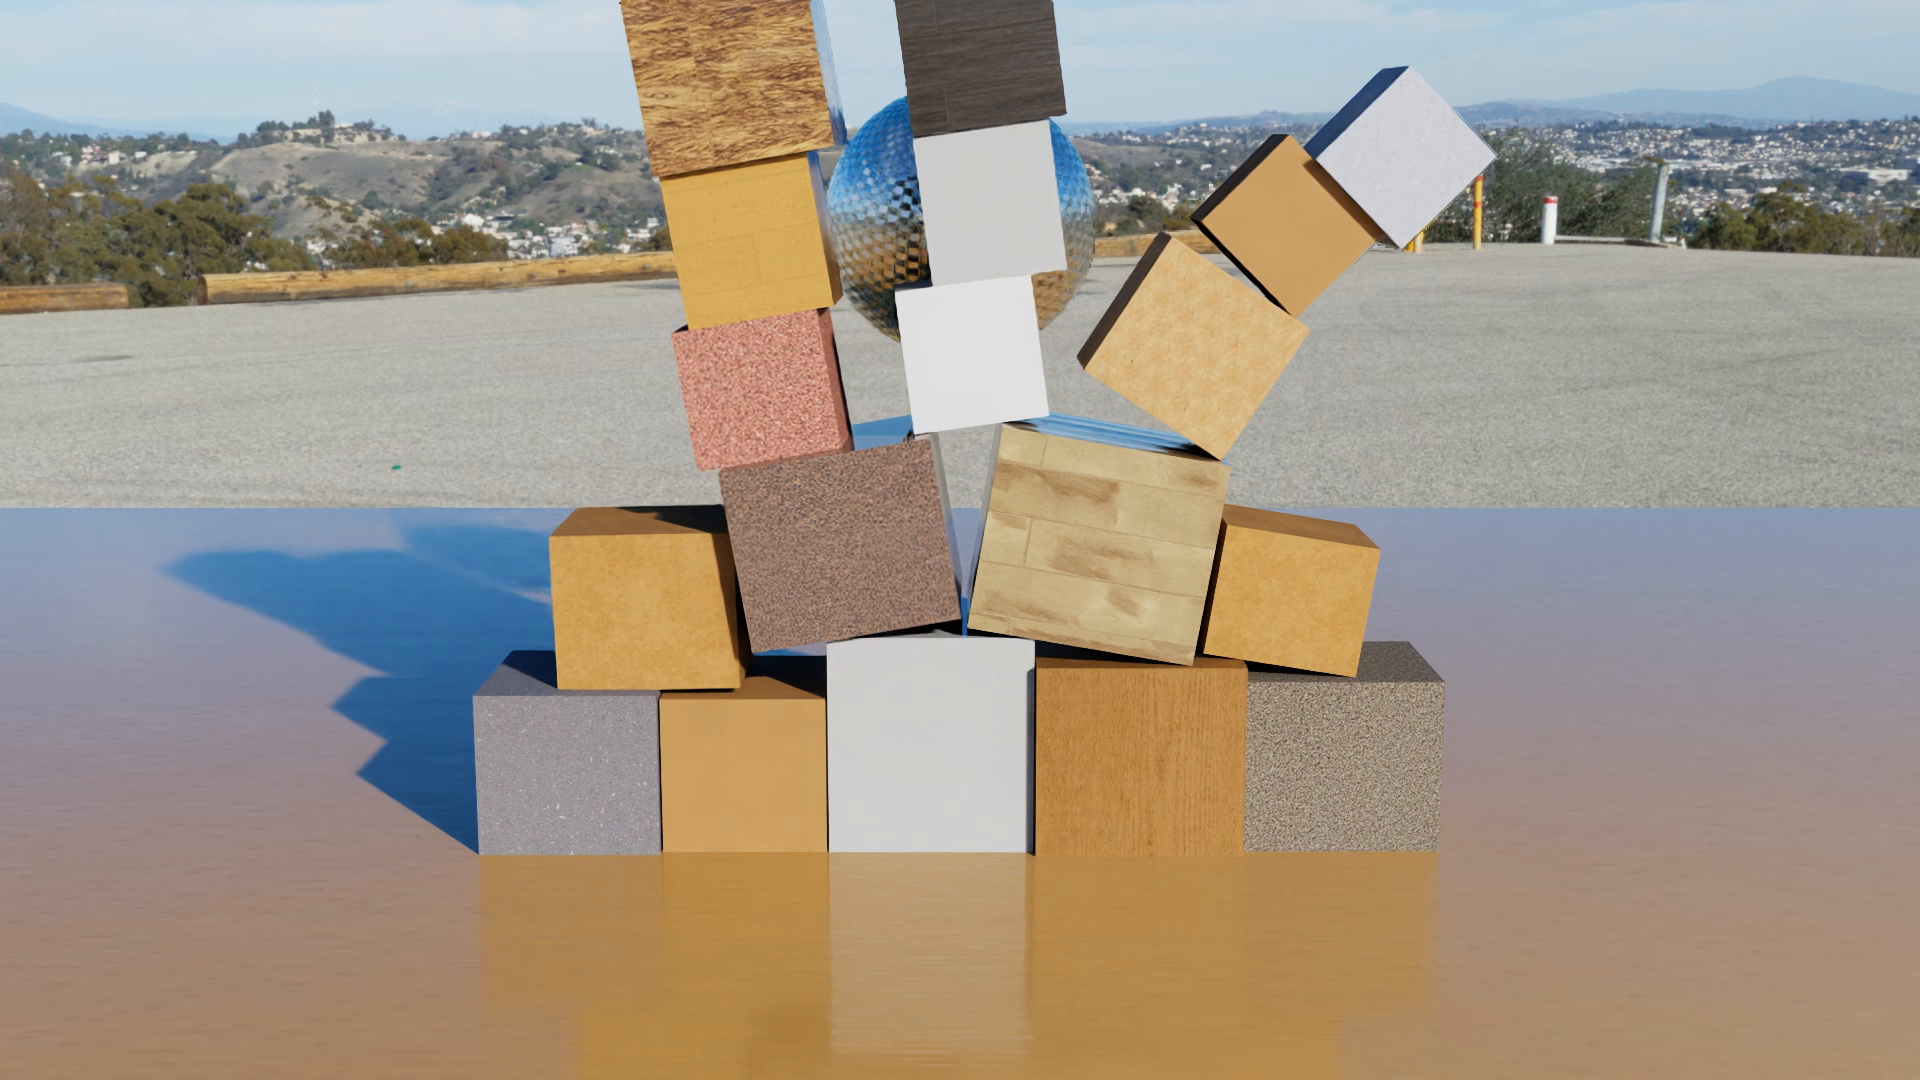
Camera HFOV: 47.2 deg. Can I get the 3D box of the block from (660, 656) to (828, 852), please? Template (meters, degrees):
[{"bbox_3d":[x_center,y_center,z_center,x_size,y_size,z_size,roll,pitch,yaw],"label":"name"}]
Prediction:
[{"bbox_3d":[-1.074,1.088,11.388,0.818,0.784,0.944,0,10,0],"label":"block"}]

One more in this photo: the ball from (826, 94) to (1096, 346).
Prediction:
[{"bbox_3d":[0.000,-1.870,12.949,1.600,1.600,1.600,0,10,0],"label":"ball"}]

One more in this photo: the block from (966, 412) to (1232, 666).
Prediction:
[{"bbox_3d":[0.674,-0.051,11.171,1.121,1.006,0.986,10,10,-2],"label":"block"}]

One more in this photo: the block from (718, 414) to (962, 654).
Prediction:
[{"bbox_3d":[-0.576,-0.064,11.170,1.035,0.900,1.073,-9,10,2],"label":"block"}]

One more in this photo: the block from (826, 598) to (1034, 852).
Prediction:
[{"bbox_3d":[-0.144,0.934,11.367,1.020,1.095,0.967,0,10,0],"label":"block"}]

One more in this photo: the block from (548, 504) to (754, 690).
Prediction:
[{"bbox_3d":[-1.552,0.281,11.246,0.906,0.784,0.807,-1,11,1],"label":"block"}]

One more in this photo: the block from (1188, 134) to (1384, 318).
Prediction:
[{"bbox_3d":[1.605,-1.564,10.911,0.587,0.659,0.601,-45,7,7],"label":"block"}]

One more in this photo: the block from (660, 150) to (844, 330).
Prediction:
[{"bbox_3d":[-1.020,-1.497,10.910,0.716,0.747,0.676,-9,10,3],"label":"block"}]

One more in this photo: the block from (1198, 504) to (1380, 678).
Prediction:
[{"bbox_3d":[1.642,0.241,11.230,0.767,0.656,0.724,9,10,-2],"label":"block"}]

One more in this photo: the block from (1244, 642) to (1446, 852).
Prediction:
[{"bbox_3d":[1.905,1.049,11.367,0.977,0.869,0.905,0,10,0],"label":"block"}]

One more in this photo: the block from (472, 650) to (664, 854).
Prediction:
[{"bbox_3d":[-1.944,1.078,11.358,0.900,0.815,0.985,0,10,0],"label":"block"}]

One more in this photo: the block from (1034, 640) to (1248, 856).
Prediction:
[{"bbox_3d":[0.891,1.006,11.349,1.032,0.960,1.050,0,10,0],"label":"block"}]

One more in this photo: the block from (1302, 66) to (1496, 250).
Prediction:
[{"bbox_3d":[2.126,-1.888,10.837,0.620,0.602,0.706,-45,8,7],"label":"block"}]

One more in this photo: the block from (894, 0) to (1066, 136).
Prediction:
[{"bbox_3d":[0.092,-2.371,10.744,0.739,0.684,0.723,-8,11,1],"label":"block"}]

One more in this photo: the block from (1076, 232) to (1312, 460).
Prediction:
[{"bbox_3d":[1.150,-0.986,11.006,0.811,0.769,0.712,33,9,-6],"label":"block"}]

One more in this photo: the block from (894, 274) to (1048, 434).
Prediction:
[{"bbox_3d":[0.047,-0.959,11.009,0.664,0.698,0.665,-8,10,-1],"label":"block"}]

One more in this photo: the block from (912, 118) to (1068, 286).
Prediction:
[{"bbox_3d":[0.144,-1.679,10.878,0.655,0.726,0.667,-8,11,1],"label":"block"}]

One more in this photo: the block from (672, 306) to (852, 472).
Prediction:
[{"bbox_3d":[-0.981,-0.785,11.023,0.717,0.687,0.663,-9,10,3],"label":"block"}]

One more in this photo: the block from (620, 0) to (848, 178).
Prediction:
[{"bbox_3d":[-1.082,-2.270,10.754,0.879,0.827,0.774,-9,10,4],"label":"block"}]
